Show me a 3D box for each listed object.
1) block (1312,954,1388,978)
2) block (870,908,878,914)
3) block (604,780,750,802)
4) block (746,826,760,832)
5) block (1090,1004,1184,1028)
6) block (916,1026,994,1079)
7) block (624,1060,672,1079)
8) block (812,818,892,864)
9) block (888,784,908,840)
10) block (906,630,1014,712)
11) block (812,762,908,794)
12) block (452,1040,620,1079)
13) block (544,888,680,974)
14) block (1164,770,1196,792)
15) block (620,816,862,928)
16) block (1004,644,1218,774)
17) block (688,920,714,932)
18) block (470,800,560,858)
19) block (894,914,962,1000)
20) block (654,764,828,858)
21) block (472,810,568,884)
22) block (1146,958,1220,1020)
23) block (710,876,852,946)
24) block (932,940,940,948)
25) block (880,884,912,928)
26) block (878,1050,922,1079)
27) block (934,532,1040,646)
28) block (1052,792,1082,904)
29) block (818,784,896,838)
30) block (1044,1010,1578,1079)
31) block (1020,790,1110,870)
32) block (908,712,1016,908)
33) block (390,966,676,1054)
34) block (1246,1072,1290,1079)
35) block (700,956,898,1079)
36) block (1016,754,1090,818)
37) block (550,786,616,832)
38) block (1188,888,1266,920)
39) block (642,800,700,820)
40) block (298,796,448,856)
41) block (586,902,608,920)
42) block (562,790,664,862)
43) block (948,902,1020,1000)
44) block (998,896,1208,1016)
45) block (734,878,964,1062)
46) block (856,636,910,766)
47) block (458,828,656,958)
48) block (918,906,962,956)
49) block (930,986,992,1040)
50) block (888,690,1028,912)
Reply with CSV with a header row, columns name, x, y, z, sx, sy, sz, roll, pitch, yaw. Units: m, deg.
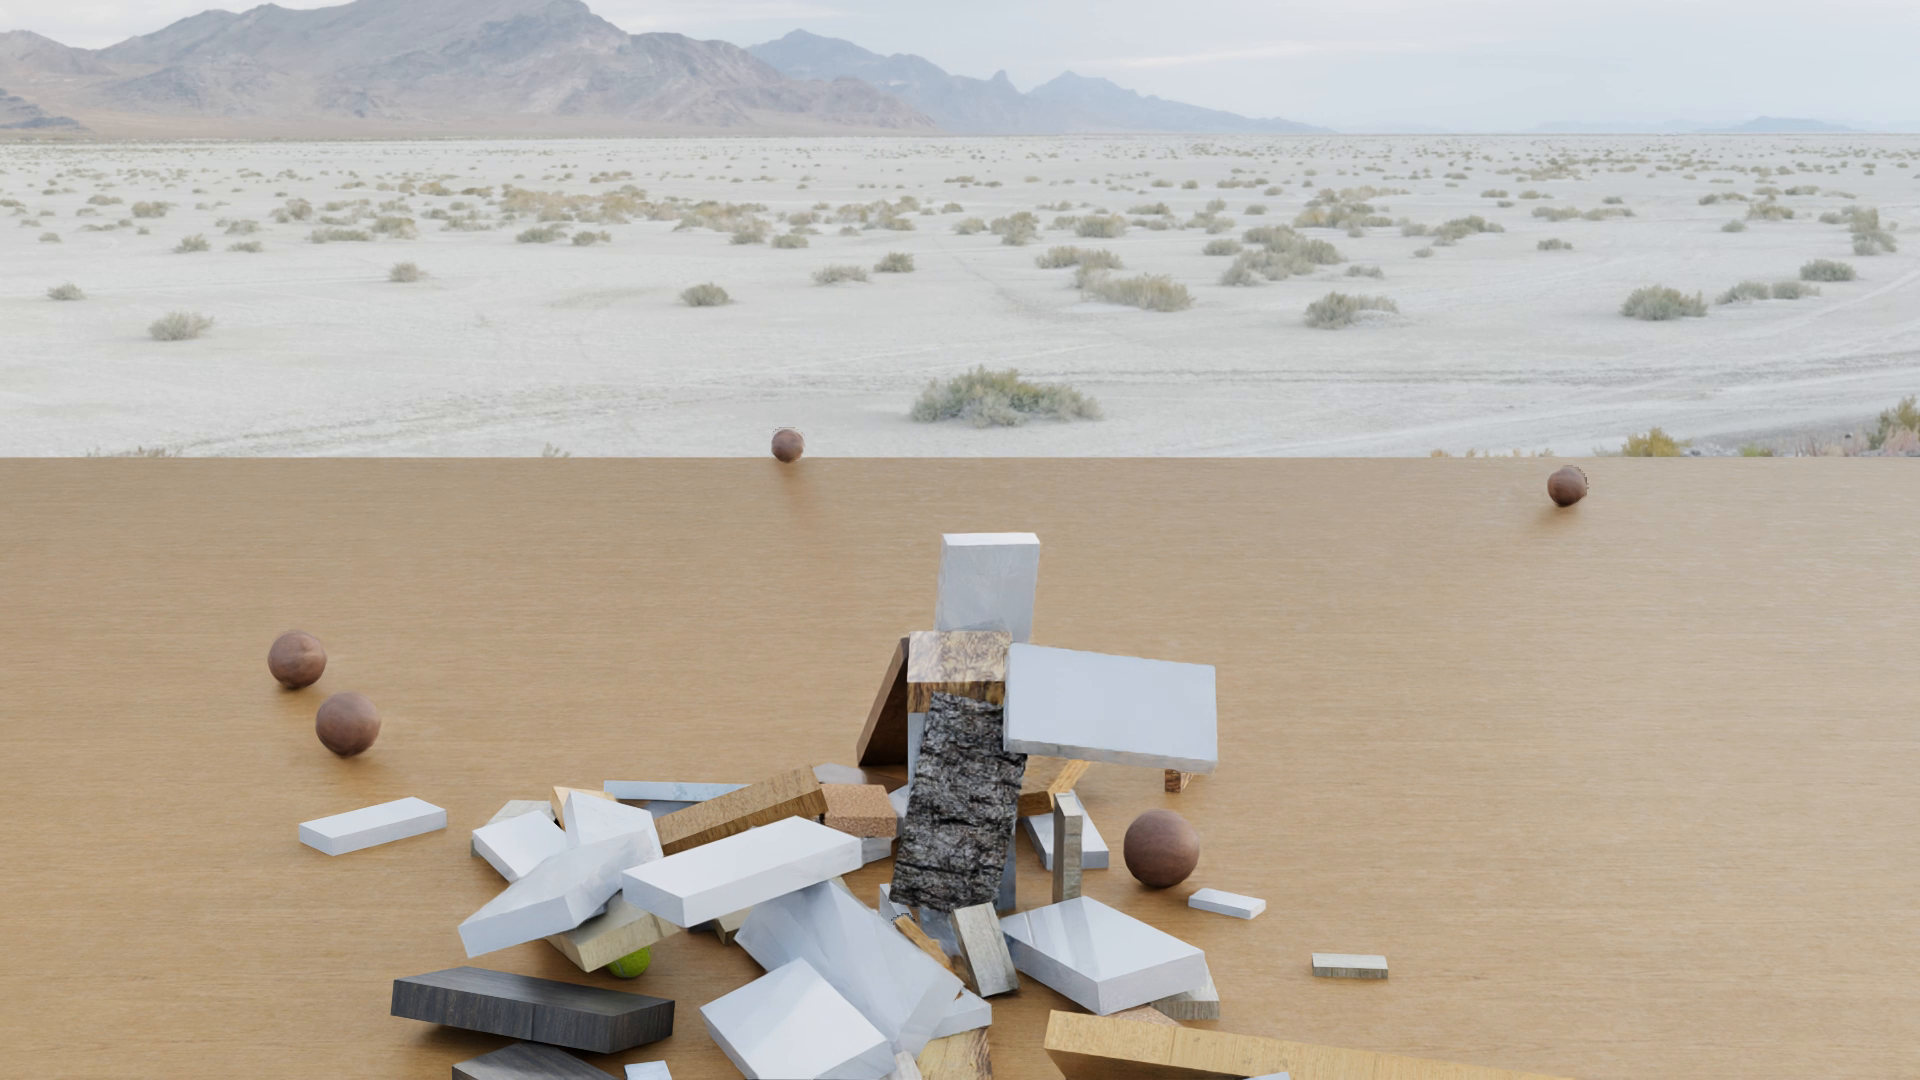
name,x,y,z,sx,sy,sz,roll,pitch,yaw
block,0.590,0.645,3.330,0.110,0.016,0.055,1,11,6
block,-0.160,0.618,3.459,0.077,0.022,0.153,-2,11,-10
block,-0.477,0.473,4.119,0.360,0.033,0.116,1,-7,5
block,-0.299,0.511,3.753,0.134,0.019,0.067,3,8,10
block,0.269,0.695,3.028,0.100,0.028,0.206,-6,12,-29
block,-0.009,0.709,2.949,0.099,0.028,0.374,0,11,-2
block,-0.410,0.722,2.915,0.055,0.016,0.110,-3,11,-16
block,-0.270,0.538,3.787,0.149,0.042,0.297,8,10,37
block,-0.099,0.490,4.010,0.096,0.027,0.193,-29,10,5
block,0.003,0.214,3.631,0.175,0.049,0.349,0,11,0
block,-0.205,0.473,4.216,0.220,0.031,0.110,8,13,38
block,-0.533,0.721,2.864,0.261,0.037,0.131,10,15,43
block,-0.560,0.572,3.373,0.148,0.042,0.415,-22,9,-21
block,0.444,0.411,4.330,0.031,0.110,0.229,3,11,18
block,-0.322,0.489,3.268,0.321,0.046,0.161,-13,16,-40
block,0.233,0.261,3.403,0.327,0.163,0.046,7,-31,-8
block,-0.325,0.563,3.560,0.249,0.035,0.125,-3,41,-17
block,-0.787,0.520,3.957,0.116,0.033,0.231,1,11,6
block,-0.045,0.589,3.100,0.019,0.067,0.134,-28,31,-19
block,-0.391,0.486,3.870,0.303,0.043,0.152,-19,14,-7
block,-0.722,0.537,3.743,0.125,0.035,0.249,-15,23,-30
block,0.319,0.655,3.243,0.100,0.028,0.200,0,11,-1
block,-0.297,0.566,3.510,0.220,0.031,0.110,-13,45,-27
block,-0.108,0.627,3.255,0.153,0.076,0.022,2,-2,10
block,-0.100,0.597,3.424,0.022,0.076,0.153,-2,11,-13
block,-0.089,0.718,2.803,0.099,0.028,0.199,-21,13,-8
block,0.032,0.227,3.874,0.163,0.505,0.046,-1,25,-14
block,0.171,0.515,3.507,0.028,0.200,0.100,-1,14,-7
block,-0.188,0.482,3.933,0.125,0.035,0.249,2,7,-8
block,0.472,0.684,2.752,0.717,0.050,0.176,4,-28,18
block,0.176,0.512,4.003,0.110,0.031,0.439,-1,11,-7
block,0.004,0.428,3.582,0.175,0.349,0.049,0,13,1
block,-0.596,0.654,3.076,0.349,0.049,0.175,4,-3,22
block,0.208,0.708,2.648,0.353,0.050,0.176,-5,-21,-20
block,-0.223,0.671,2.969,0.161,0.046,0.321,-24,18,-19
block,0.148,0.438,4.120,0.152,0.043,0.303,-12,13,25
block,-0.663,0.501,3.952,0.110,0.031,0.220,10,11,-22
block,0.437,0.595,3.599,0.112,0.016,0.056,7,13,33
block,-0.476,0.511,4.007,0.220,0.031,0.110,2,11,13
block,-1.060,0.516,3.976,0.116,0.033,0.231,10,15,44
block,-0.582,0.562,3.284,0.110,0.016,0.055,-19,5,-4
block,-0.590,0.511,3.740,0.149,0.042,0.297,18,8,-16
block,0.036,0.607,3.250,0.067,0.134,0.019,-6,-24,-31
block,0.198,0.615,3.277,0.176,0.050,0.353,-11,9,-24
block,-0.171,0.604,3.166,0.046,0.161,0.544,36,-7,-27
block,-0.080,0.309,4.158,0.152,0.043,0.604,-2,-23,-12
block,-0.604,0.530,3.332,0.175,0.049,0.349,-18,5,14
block,-0.025,0.580,3.428,0.077,0.022,0.154,-6,44,-4
block,-0.048,0.651,3.109,0.099,0.028,0.199,-9,12,-28
block,0.005,0.412,3.403,0.163,0.327,0.046,12,-10,3
